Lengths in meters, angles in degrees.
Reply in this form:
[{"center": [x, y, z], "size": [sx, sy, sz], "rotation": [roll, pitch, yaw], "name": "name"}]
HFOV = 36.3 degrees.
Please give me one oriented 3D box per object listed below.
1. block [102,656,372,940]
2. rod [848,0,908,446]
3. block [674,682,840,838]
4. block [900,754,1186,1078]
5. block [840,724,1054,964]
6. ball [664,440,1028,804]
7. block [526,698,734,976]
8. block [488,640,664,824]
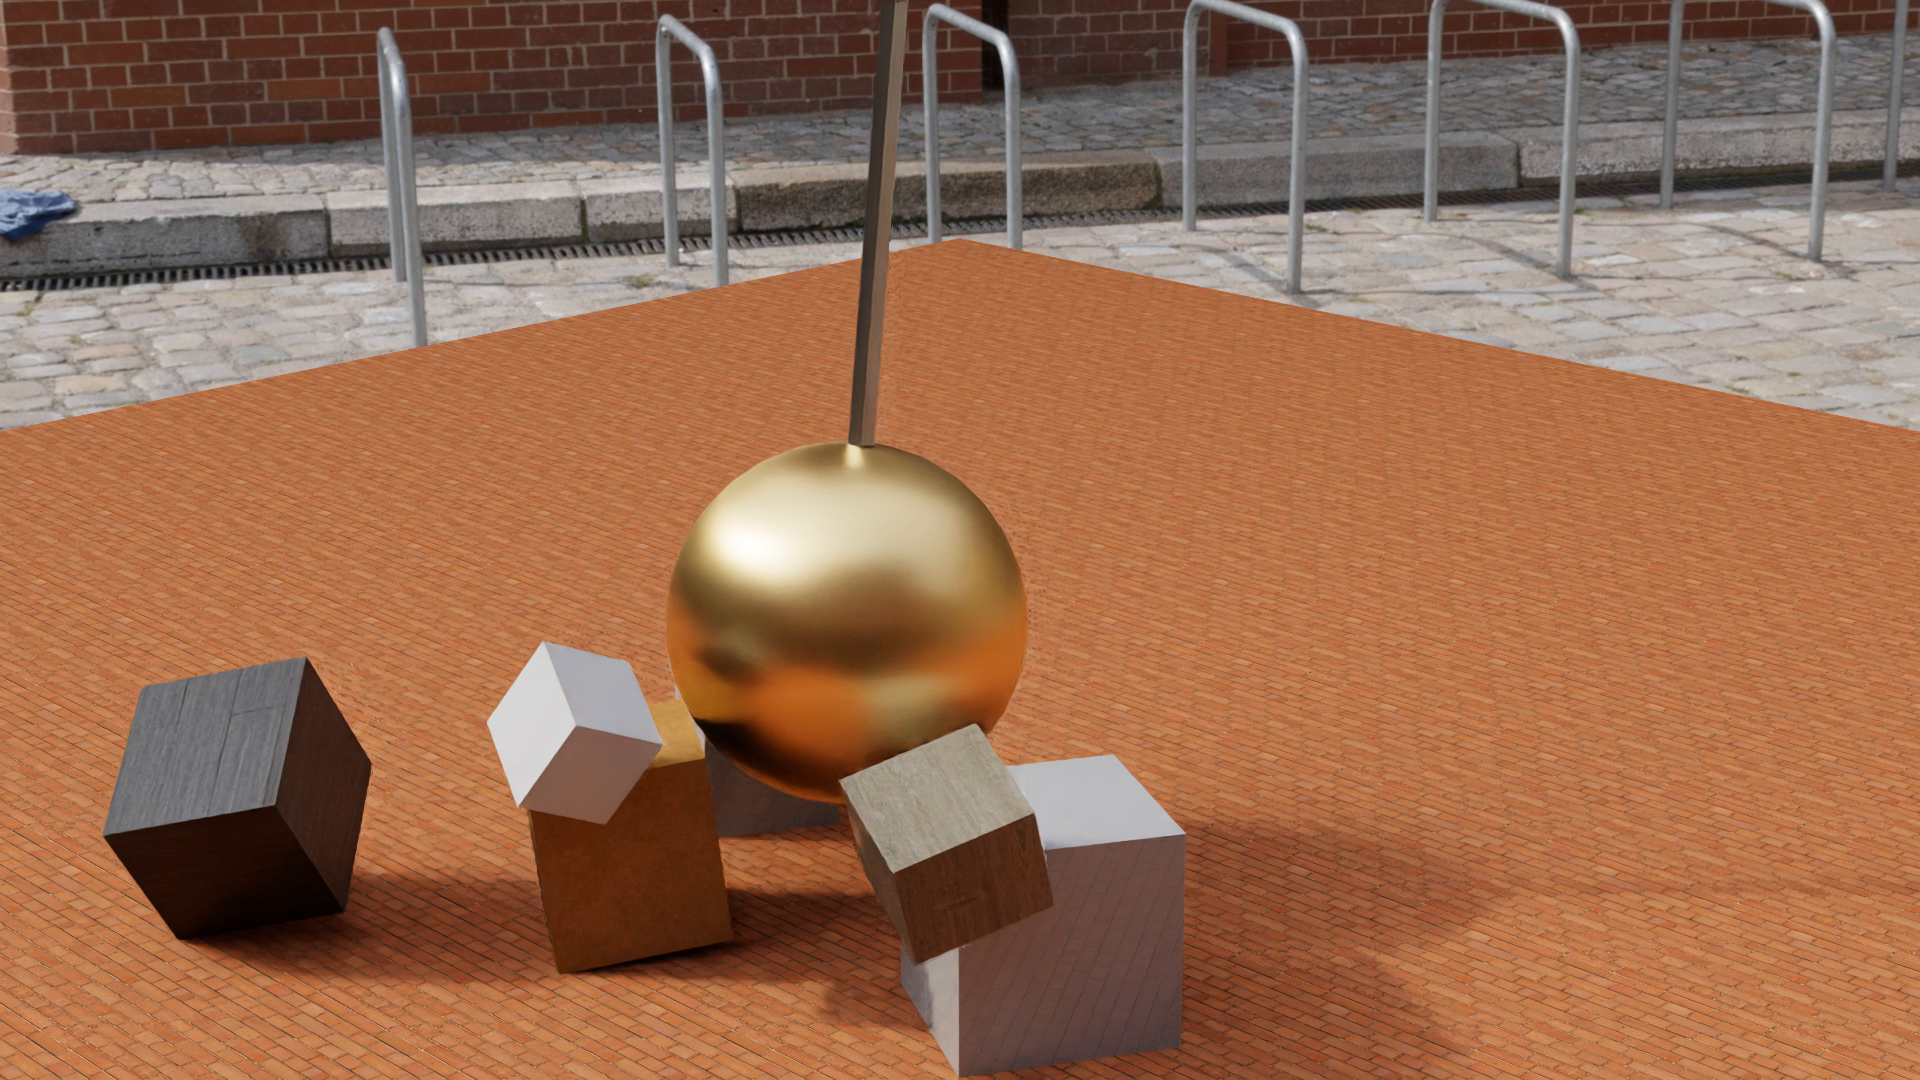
[{"center": [-3.124, 1.126, 12.766], "size": [0.779, 0.738, 0.844], "rotation": [-11, 44, 10], "name": "block"}, {"center": [-0.216, -2.943, 12.191], "size": [0.080, 5.200, 0.080], "rotation": [17, 17, 42], "name": "rod"}, {"center": [-0.984, 0.963, 14.141], "size": [0.646, 0.684, 0.667], "rotation": [-5, 18, -16], "name": "block"}, {"center": [0.321, 1.515, 11.966], "size": [0.932, 0.935, 0.879], "rotation": [-5, 18, -15], "name": "block"}, {"center": [-0.050, 1.138, 11.026], "size": [0.569, 0.507, 0.549], "rotation": [-22, 41, -11], "name": "block"}, {"center": [-0.497, 0.362, 12.934], "size": [1.600, 1.600, 1.600], "rotation": [0, 17, 0], "name": "ball"}, {"center": [-1.468, 1.275, 12.733], "size": [0.757, 0.852, 0.737], "rotation": [-10, 19, -10], "name": "block"}, {"center": [-1.578, 0.790, 11.996], "size": [0.427, 0.470, 0.497], "rotation": [17, 31, -38], "name": "block"}]
